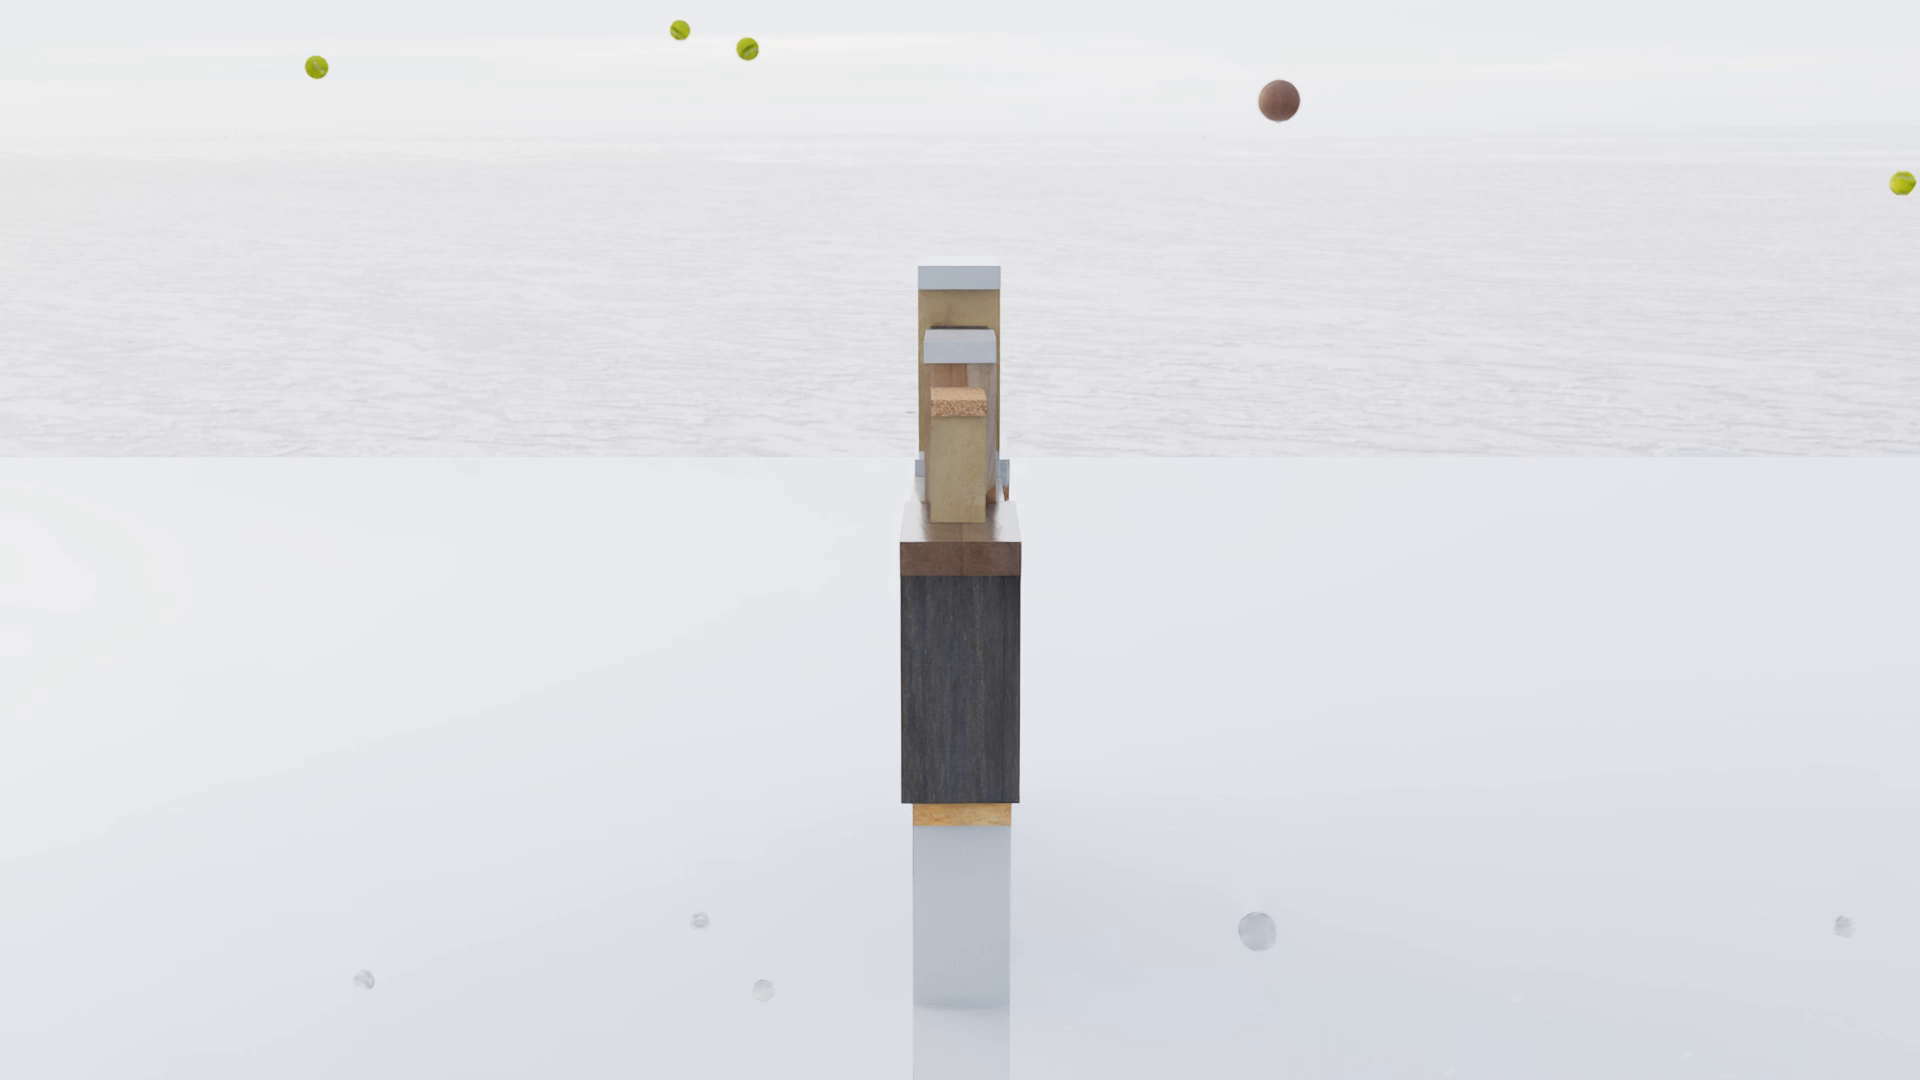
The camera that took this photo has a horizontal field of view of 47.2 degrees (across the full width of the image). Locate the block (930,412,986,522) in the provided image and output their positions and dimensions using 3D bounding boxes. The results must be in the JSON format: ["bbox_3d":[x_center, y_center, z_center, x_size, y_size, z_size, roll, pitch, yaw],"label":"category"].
[{"bbox_3d":[-0.003,-0.103,3.138,0.078,0.156,0.022,0,11,0],"label":"block"}]

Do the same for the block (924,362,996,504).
[{"bbox_3d":[0.000,-0.163,3.300,0.107,0.213,0.030,0,10,0],"label":"block"}]

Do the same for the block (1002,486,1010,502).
[{"bbox_3d":[0.004,0.056,3.703,0.157,0.313,0.044,0,11,0],"label":"block"}]

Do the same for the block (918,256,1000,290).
[{"bbox_3d":[-0.001,-0.459,3.765,0.137,0.039,0.274,0,11,0],"label":"block"}]

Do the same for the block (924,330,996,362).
[{"bbox_3d":[0.000,-0.296,3.348,0.107,0.030,0.213,0,11,0],"label":"block"}]

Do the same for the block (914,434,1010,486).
[{"bbox_3d":[0.004,-0.139,3.773,0.157,0.044,0.313,0,11,0],"label":"block"}]

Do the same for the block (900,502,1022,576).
[{"bbox_3d":[0.001,-0.005,3.165,0.167,0.047,0.334,0,11,0],"label":"block"}]

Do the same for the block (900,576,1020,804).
[{"bbox_3d":[0.000,0.203,3.090,0.167,0.334,0.047,0,11,0],"label":"block"}]

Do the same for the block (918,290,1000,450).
[{"bbox_3d":[-0.001,-0.288,3.704,0.137,0.274,0.039,0,11,0],"label":"block"}]

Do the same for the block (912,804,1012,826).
[{"bbox_3d":[0.003,0.361,3.260,0.140,0.040,0.280,0,11,0],"label":"block"}]

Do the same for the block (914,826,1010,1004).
[{"bbox_3d":[0.003,0.535,3.198,0.140,0.280,0.040,0,11,0],"label":"block"}]

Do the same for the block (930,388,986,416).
[{"bbox_3d":[-0.003,-0.200,3.173,0.078,0.022,0.156,0,11,-1],"label":"block"}]

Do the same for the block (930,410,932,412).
[{"bbox_3d":[-0.005,-0.122,3.240,0.078,0.156,0.022,0,10,0],"label":"block"}]

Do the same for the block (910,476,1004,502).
[{"bbox_3d":[-0.004,-0.058,3.477,0.144,0.041,0.289,0,11,0],"label":"block"}]

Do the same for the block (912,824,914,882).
[{"bbox_3d":[-0.001,0.418,3.723,0.159,0.318,0.045,0,11,0],"label":"block"}]

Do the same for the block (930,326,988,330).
[{"bbox_3d":[-0.002,-0.325,3.550,0.094,0.027,0.187,0,11,0],"label":"block"}]
